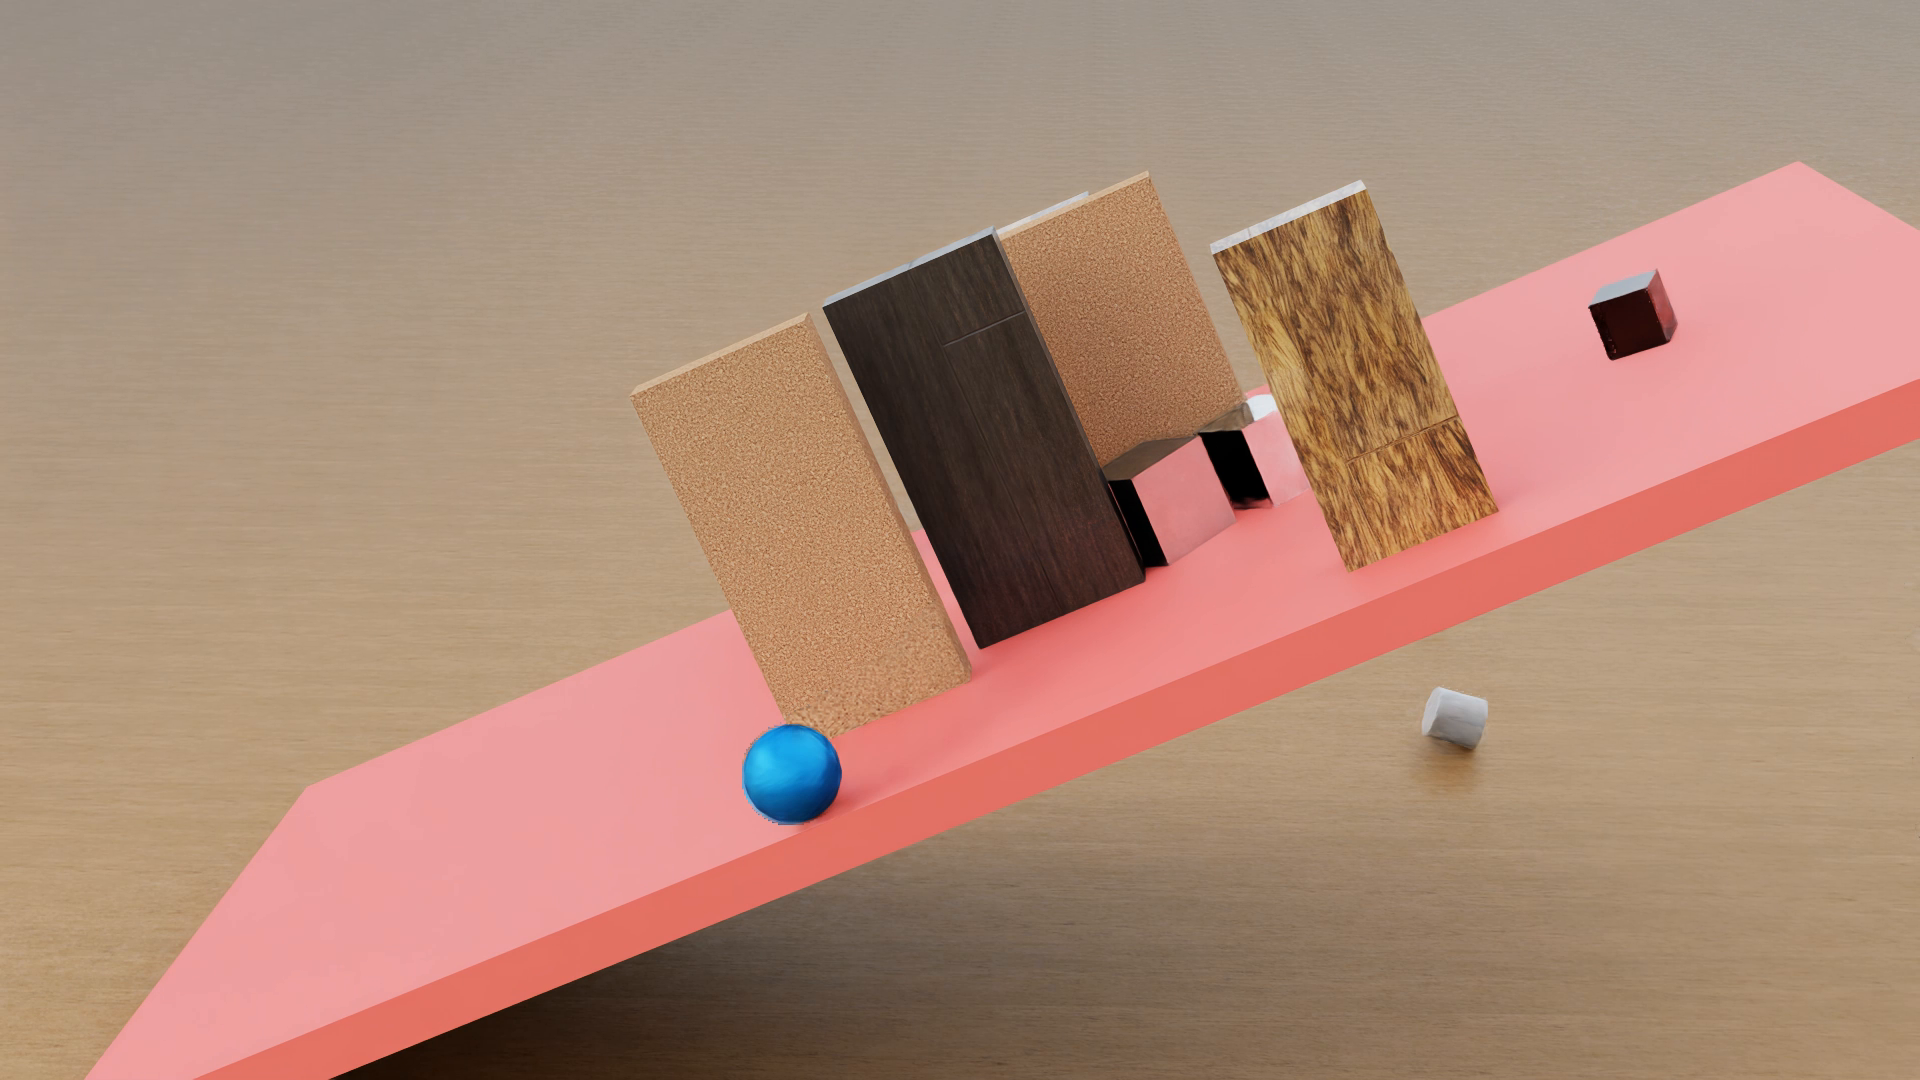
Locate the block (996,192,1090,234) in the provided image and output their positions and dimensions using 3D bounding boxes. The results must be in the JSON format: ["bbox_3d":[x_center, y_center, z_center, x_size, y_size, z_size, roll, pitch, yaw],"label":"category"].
[{"bbox_3d":[0.259,-0.391,6.549,0.349,0.677,0.121,-23,13,8],"label":"block"}]

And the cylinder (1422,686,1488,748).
[{"bbox_3d":[1.360,0.488,8.081,0.139,0.139,0.139,16,14,-4],"label":"cylinder"}]

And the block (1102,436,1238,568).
[{"bbox_3d":[0.406,-0.077,6.096,0.199,0.199,0.199,-32,15,-30],"label":"block"}]

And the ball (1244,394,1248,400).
[{"bbox_3d":[0.554,-0.258,6.436,0.184,0.184,0.184,0,15,0],"label":"ball"}]

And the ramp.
[{"bbox_3d":[0.131,0.170,6.285,4.000,0.100,2.000,-23,13,8],"label":"ramp"}]

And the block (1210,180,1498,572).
[{"bbox_3d":[0.722,-0.297,5.382,0.296,0.646,0.116,-23,13,8],"label":"block"}]

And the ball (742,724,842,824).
[{"bbox_3d":[-0.308,0.430,5.406,0.181,0.181,0.181,0,15,0],"label":"ball"}]

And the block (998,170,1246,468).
[{"bbox_3d":[0.359,-0.382,6.268,0.392,0.703,0.094,-23,13,8],"label":"block"}]

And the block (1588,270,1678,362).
[{"bbox_3d":[1.378,-0.460,6.016,0.125,0.125,0.125,-17,15,29],"label":"block"}]

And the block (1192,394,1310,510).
[{"bbox_3d":[0.639,-0.186,6.144,0.182,0.182,0.182,-31,14,-25],"label":"block"}]

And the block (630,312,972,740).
[{"bbox_3d":[-0.308,-0.012,5.805,0.373,0.789,0.097,-23,13,8],"label":"block"}]

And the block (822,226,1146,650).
[{"bbox_3d":[0.054,-0.203,5.945,0.368,0.773,0.107,-23,13,8],"label":"block"}]
